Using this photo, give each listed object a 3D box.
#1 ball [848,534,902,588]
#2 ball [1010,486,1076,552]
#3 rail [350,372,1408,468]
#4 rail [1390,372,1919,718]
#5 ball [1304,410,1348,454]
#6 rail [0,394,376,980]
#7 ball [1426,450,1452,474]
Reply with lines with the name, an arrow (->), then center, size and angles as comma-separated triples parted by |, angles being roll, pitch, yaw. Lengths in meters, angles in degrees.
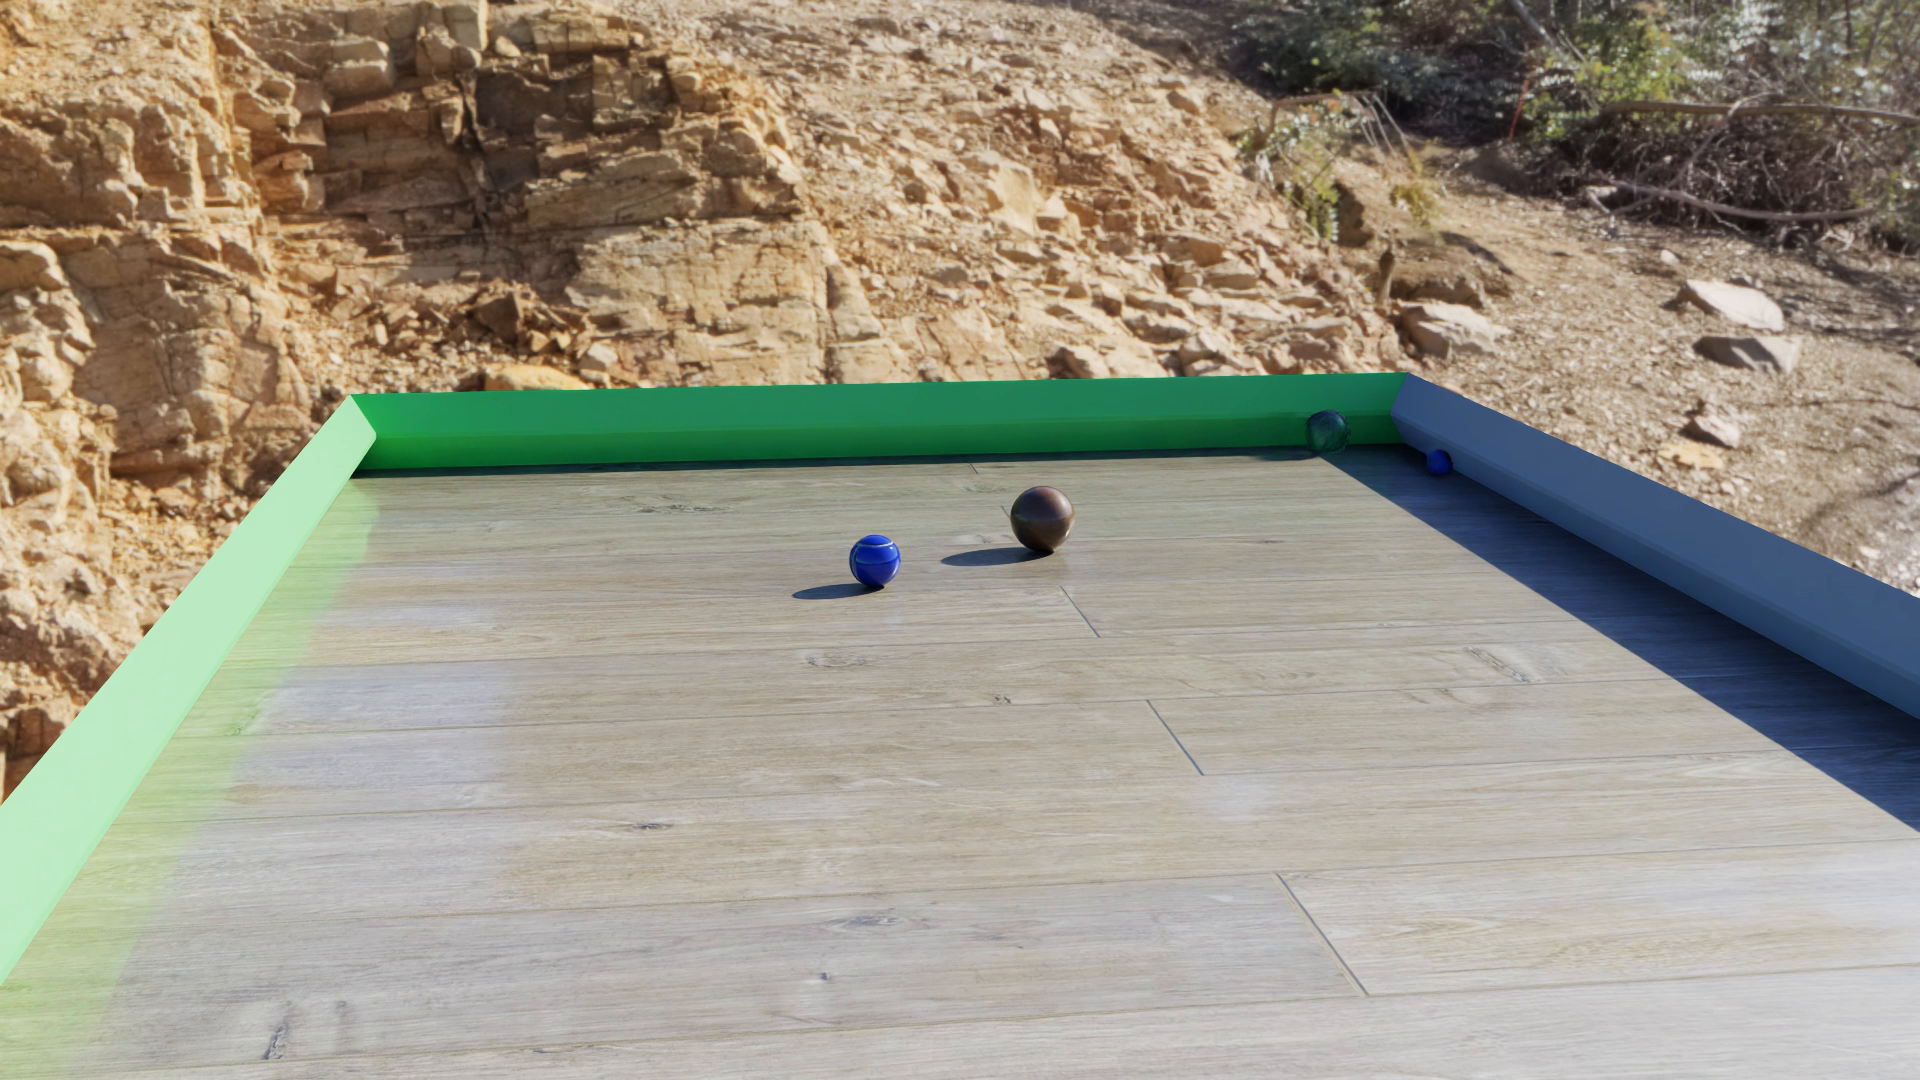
ball -> -0.109, 0.027, 2.809 | 0.067, 0.067, 0.067 | 0, 13, 0
ball -> 0.113, -0.029, 3.002 | 0.090, 0.090, 0.090 | 0, 13, 0
rail -> -0.104, -0.197, 3.663 | 1.779, 0.122, 0.045 | -2, 13, -8
rail -> 0.965, 0.122, 2.265 | 0.045, 0.122, 3.178 | -2, 13, -8
ball -> 0.619, -0.183, 3.714 | 0.073, 0.073, 0.073 | 0, 13, 0
rail -> -0.750, 0.174, 2.037 | 0.045, 0.122, 3.178 | -2, 13, -8
ball -> 0.769, -0.125, 3.534 | 0.040, 0.040, 0.040 | 0, 13, 0
